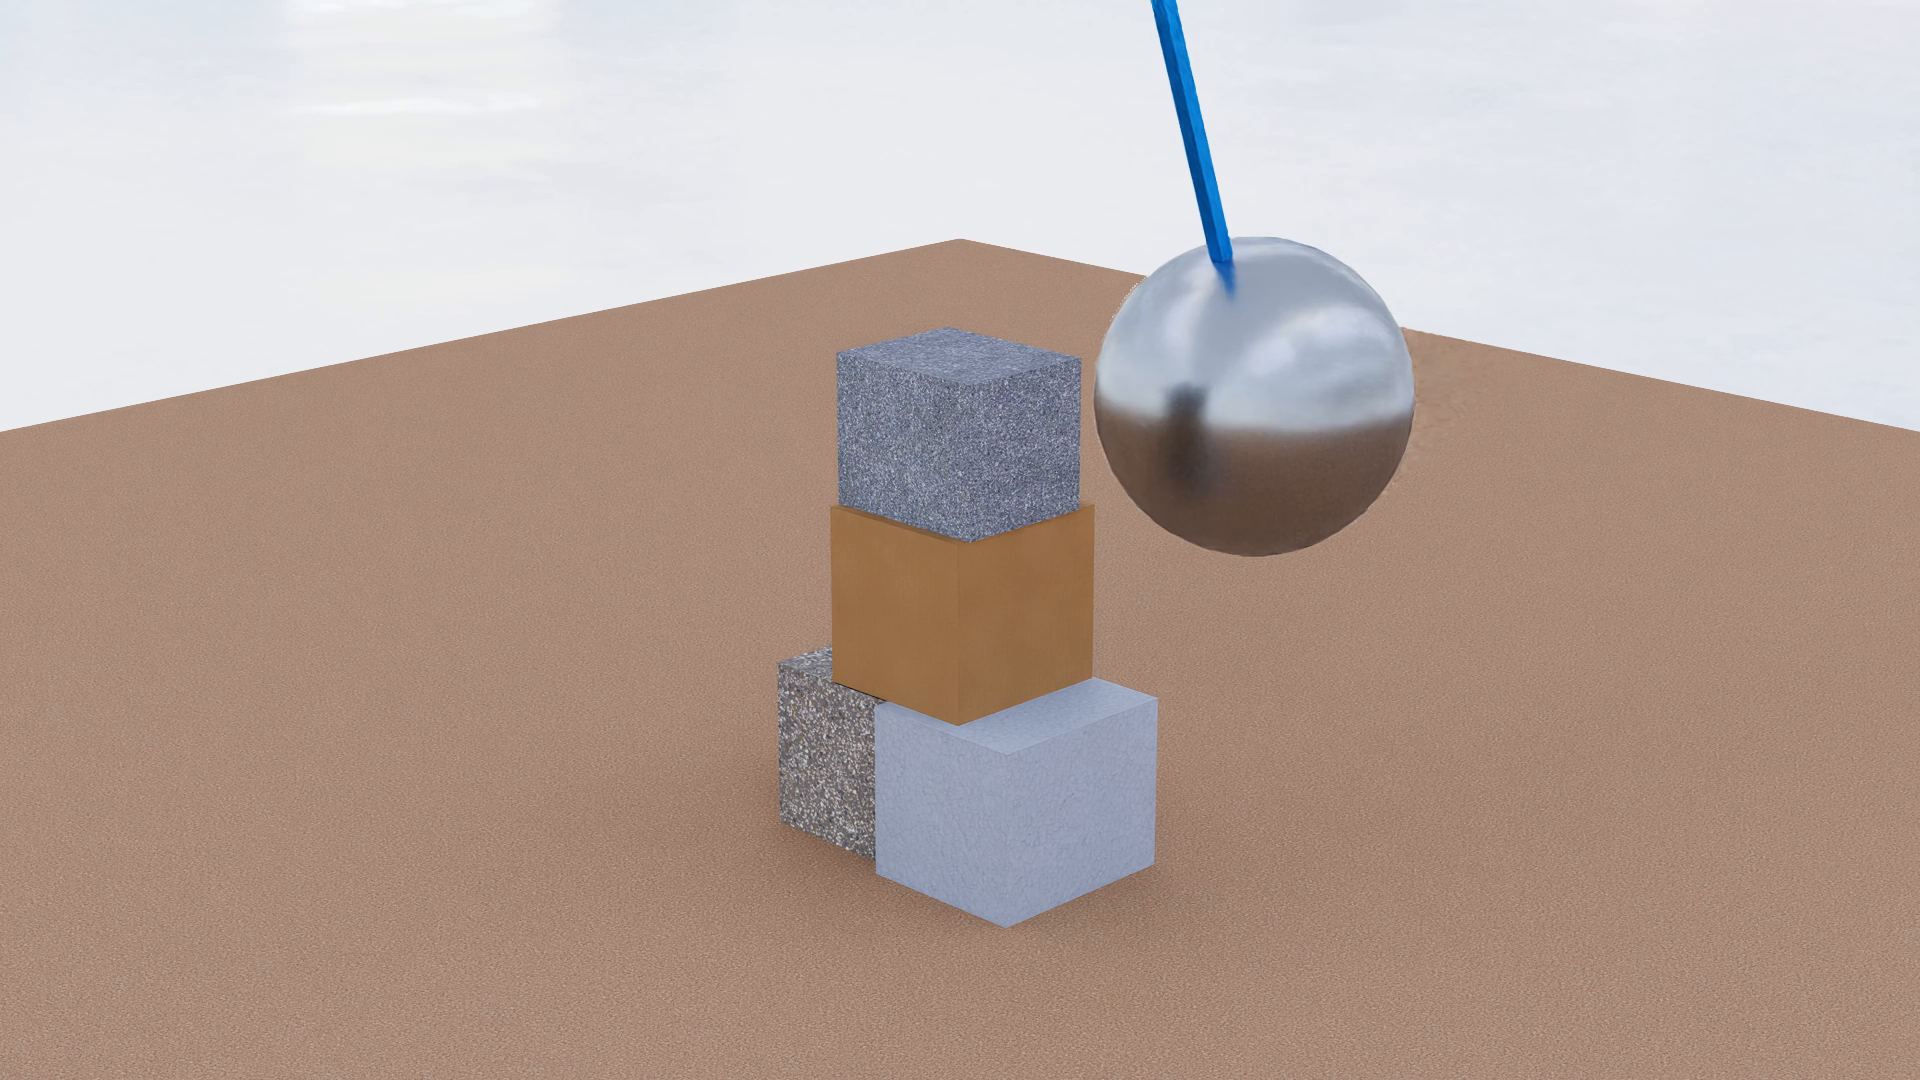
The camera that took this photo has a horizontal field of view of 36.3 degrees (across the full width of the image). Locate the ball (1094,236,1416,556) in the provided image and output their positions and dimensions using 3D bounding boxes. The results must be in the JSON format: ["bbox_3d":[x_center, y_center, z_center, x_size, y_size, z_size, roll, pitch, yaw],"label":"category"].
[{"bbox_3d":[1.467,-0.716,14.654,1.600,1.600,1.600,0,17,0],"label":"ball"}]

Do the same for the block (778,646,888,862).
[{"bbox_3d":[-0.288,0.952,13.964,0.866,0.811,0.755,-17,24,-42],"label":"block"}]

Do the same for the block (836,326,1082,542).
[{"bbox_3d":[-0.007,-0.488,13.181,0.701,0.706,0.844,-17,24,-42],"label":"block"}]

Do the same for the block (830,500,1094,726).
[{"bbox_3d":[0.012,0.244,13.431,0.879,0.841,0.819,-17,24,-42],"label":"block"}]

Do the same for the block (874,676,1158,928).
[{"bbox_3d":[0.257,1.125,13.397,0.986,0.820,0.833,-17,24,-42],"label":"block"}]

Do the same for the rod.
[{"bbox_3d":[0.636,-3.511,12.905,0.080,5.200,0.080,17,44,42],"label":"rod"}]
